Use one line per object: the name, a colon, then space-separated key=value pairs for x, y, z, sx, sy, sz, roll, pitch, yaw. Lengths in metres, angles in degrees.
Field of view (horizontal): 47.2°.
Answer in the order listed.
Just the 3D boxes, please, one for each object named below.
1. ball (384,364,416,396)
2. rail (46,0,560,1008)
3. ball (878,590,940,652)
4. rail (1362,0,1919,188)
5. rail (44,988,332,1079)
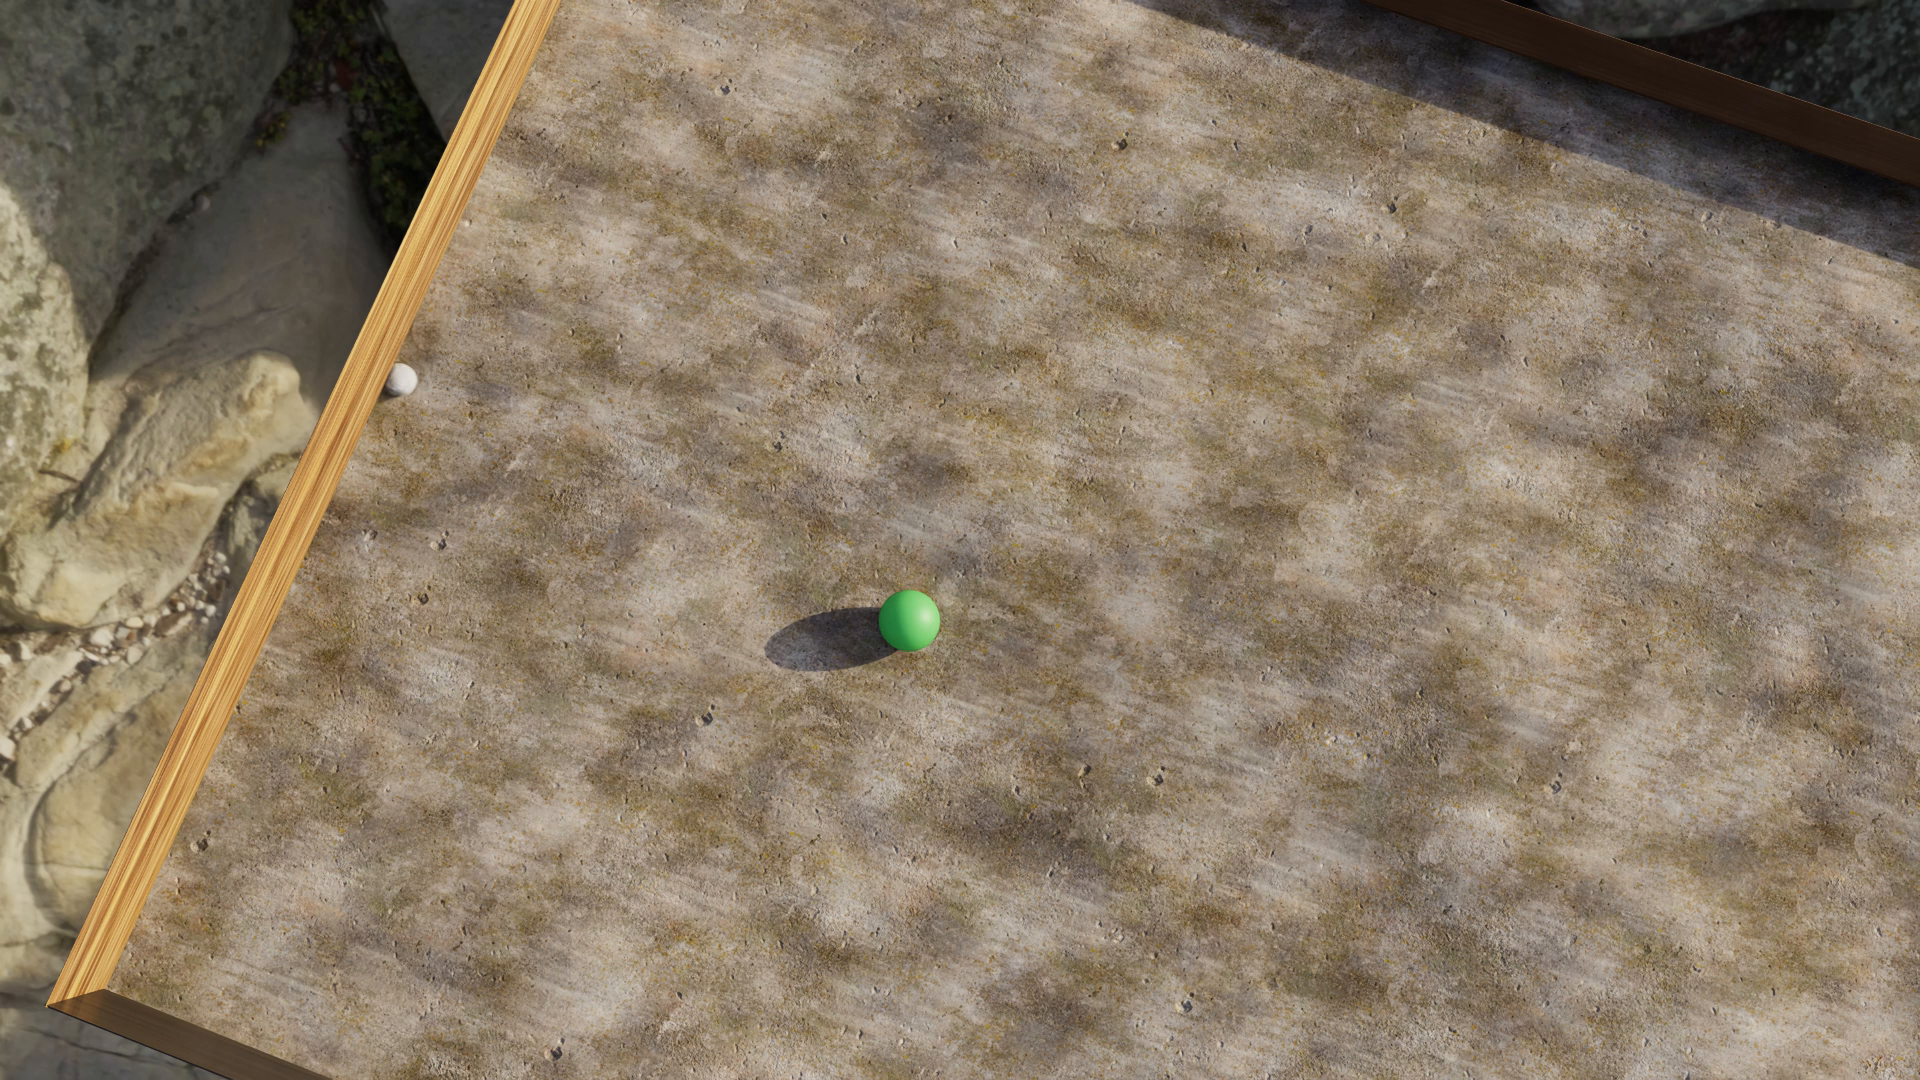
ball: x=-0.868 y=-0.248 z=3.409 sx=0.051 sy=0.051 sz=0.051 roll=0 pitch=76 yaw=0
rail: x=-0.875 y=-0.324 z=3.391 sx=0.045 sy=0.120 sz=2.204 roll=20 pitch=77 yaw=5
ball: x=-0.076 y=0.121 z=3.294 sx=0.093 sy=0.093 sz=0.093 roll=0 pitch=76 yaw=0
rail: x=1.275 y=-0.659 z=3.476 sx=3.832 sy=0.120 sz=0.045 roll=20 pitch=77 yaw=5
rail: x=0.519 y=1.298 z=2.980 sx=3.832 sy=0.120 sz=0.045 roll=20 pitch=77 yaw=5
